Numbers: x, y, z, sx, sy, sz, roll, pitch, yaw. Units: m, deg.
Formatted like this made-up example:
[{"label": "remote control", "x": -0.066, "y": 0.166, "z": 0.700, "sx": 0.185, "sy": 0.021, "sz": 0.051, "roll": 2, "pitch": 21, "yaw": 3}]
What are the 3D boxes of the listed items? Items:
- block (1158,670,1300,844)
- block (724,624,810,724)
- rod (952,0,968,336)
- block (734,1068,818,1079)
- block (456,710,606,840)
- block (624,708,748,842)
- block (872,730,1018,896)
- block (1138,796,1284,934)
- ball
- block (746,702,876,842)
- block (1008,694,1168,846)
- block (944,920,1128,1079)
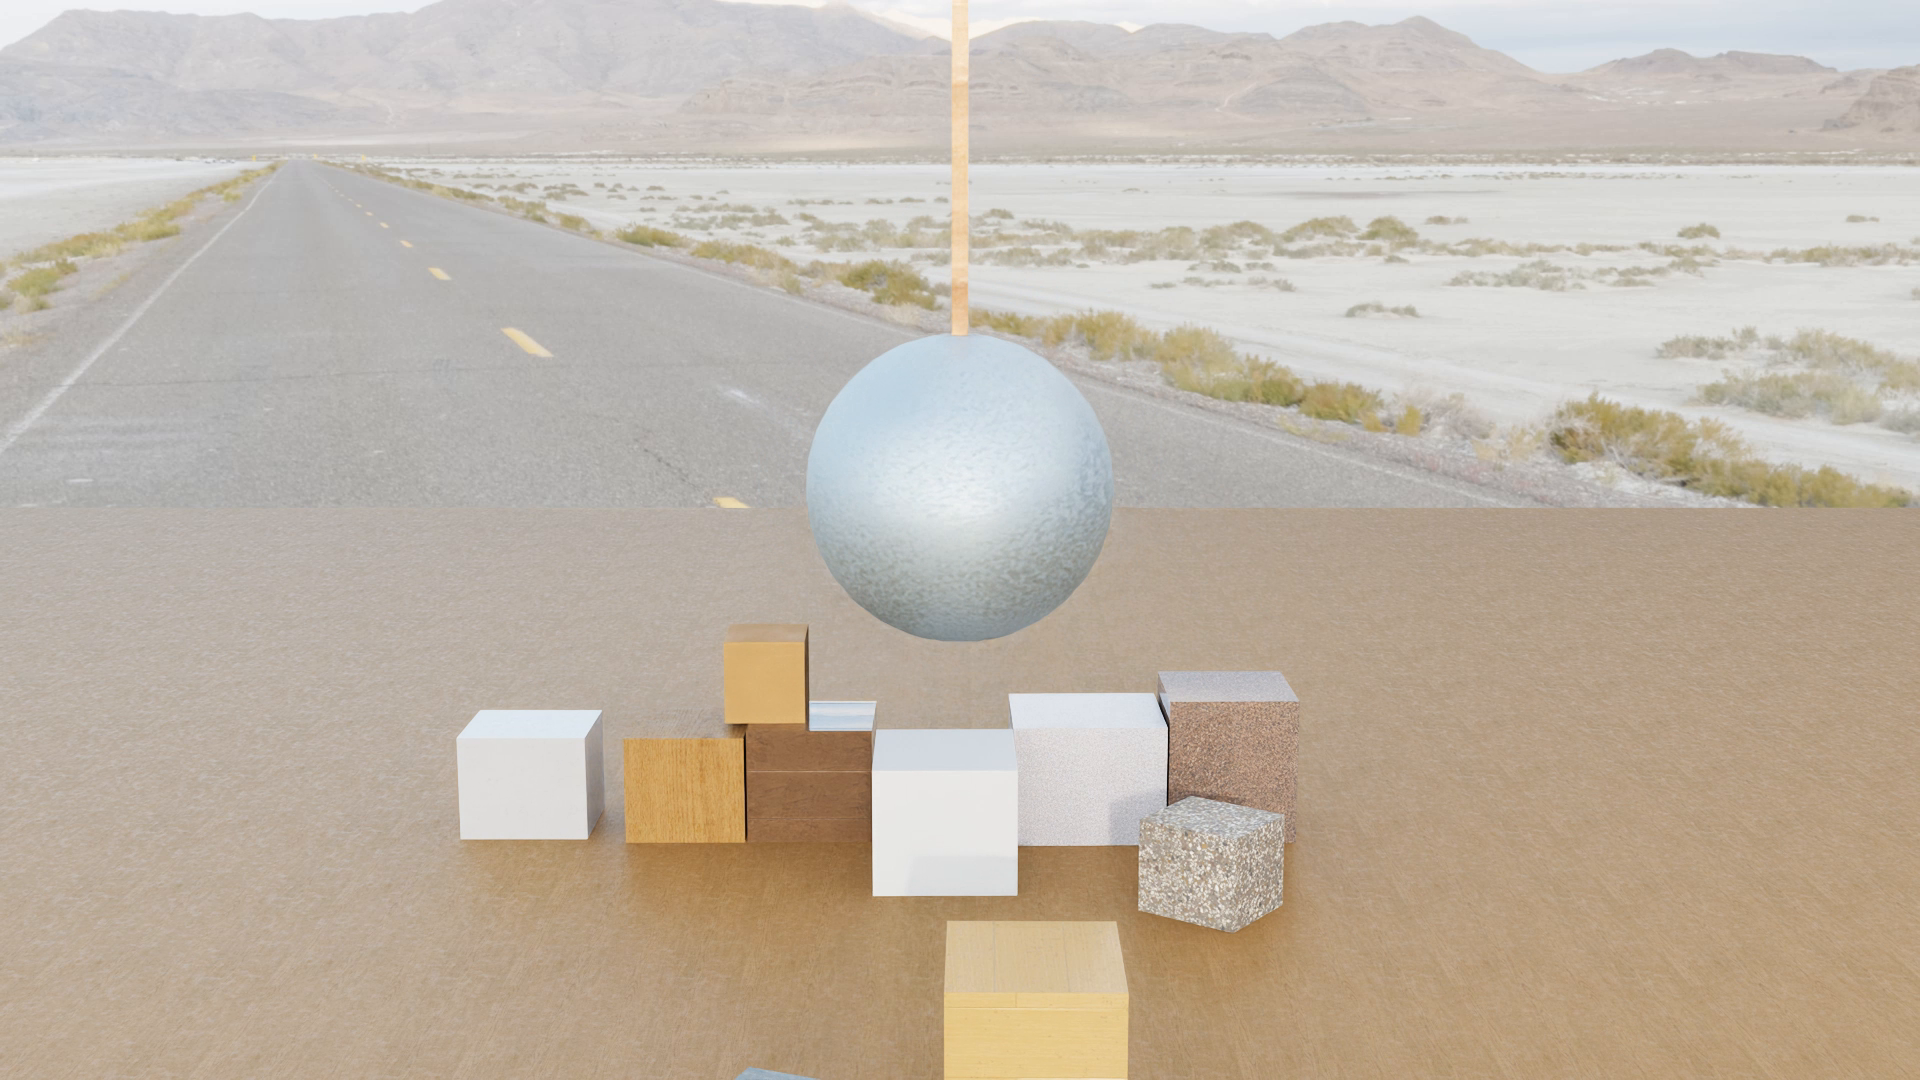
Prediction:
[{"label": "block", "x": 1.371, "y": 1.114, "z": 11.371, "sx": 0.648, "sy": 0.740, "sz": 0.640, "roll": 0, "pitch": 10, "yaw": -1}, {"label": "block", "x": -0.994, "y": 0.685, "z": 11.351, "sx": 0.408, "sy": 0.424, "sz": 0.418, "roll": 0, "pitch": 11, "yaw": -1}, {"label": "rod", "x": 0.000, "y": -3.586, "z": 10.643, "sx": 0.080, "sy": 5.200, "sz": 0.080, "roll": 0, "pitch": 13, "yaw": 0}, {"label": "block", "x": -0.636, "y": 2.038, "z": 7.479, "sx": 0.364, "sy": 0.315, "sz": 0.358, "roll": 4, "pitch": 11, "yaw": 22}, {"label": "block", "x": -2.218, "y": 1.212, "z": 11.418, "sx": 0.646, "sy": 0.531, "sz": 0.557, "roll": 0, "pitch": 10, "yaw": 0}, {"label": "block", "x": -1.391, "y": 1.211, "z": 11.386, "sx": 0.603, "sy": 0.544, "sz": 0.607, "roll": 0, "pitch": 10, "yaw": 0}, {"label": "block", "x": -0.073, "y": 1.310, "z": 10.659, "sx": 0.680, "sy": 0.609, "sz": 0.733, "roll": 0, "pitch": 10, "yaw": -1}, {"label": "block", "x": 1.161, "y": 1.489, "z": 10.153, "sx": 0.501, "sy": 0.437, "sz": 0.459, "roll": 8, "pitch": 13, "yaw": 36}, {"label": "ball", "x": 0.000, "y": -0.270, "z": 11.395, "sx": 1.600, "sy": 1.600, "sz": 1.600, "roll": 0, "pitch": 10, "yaw": 0}, {"label": "block", "x": -0.759, "y": 1.191, "z": 11.388, "sx": 0.633, "sy": 0.582, "sz": 0.595, "roll": 0, "pitch": 10, "yaw": 0}, {"label": "block", "x": 0.648, "y": 1.177, "z": 11.382, "sx": 0.771, "sy": 0.611, "sz": 0.699, "roll": 0, "pitch": 10, "yaw": -1}, {"label": "block", "x": 0.259, "y": 1.795, "z": 7.755, "sx": 0.617, "sy": 0.694, "sz": 0.687, "roll": 0, "pitch": 10, "yaw": 1}]
